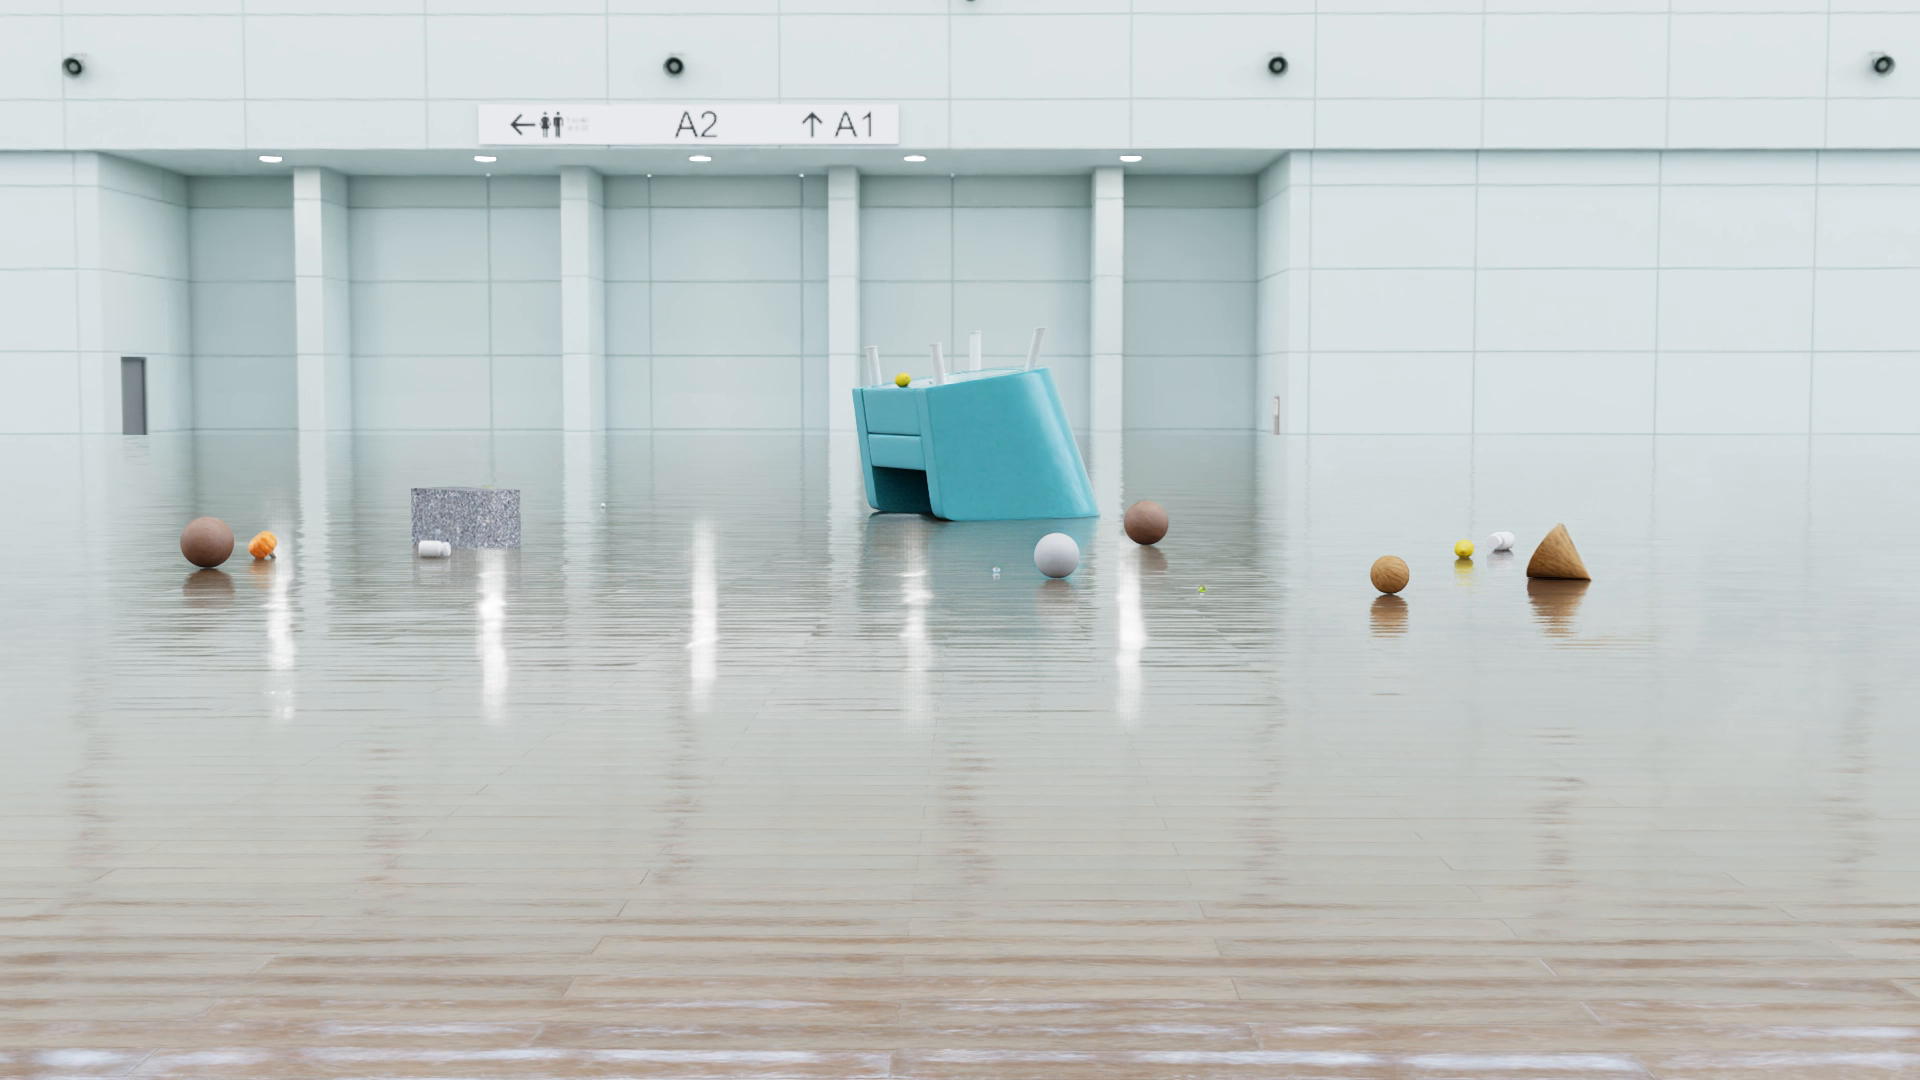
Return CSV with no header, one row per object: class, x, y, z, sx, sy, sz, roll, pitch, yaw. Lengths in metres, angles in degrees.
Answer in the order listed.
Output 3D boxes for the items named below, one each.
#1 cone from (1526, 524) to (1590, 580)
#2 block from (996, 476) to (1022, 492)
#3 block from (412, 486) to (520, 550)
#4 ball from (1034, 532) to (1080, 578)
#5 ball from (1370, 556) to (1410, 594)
cone,1.438,0.059,5.197,0.130,0.149,0.163,37,-16,26
block,0.215,-0.245,9.619,0.111,0.067,0.110,0,4,-1
block,-1.418,-0.065,6.307,0.318,0.163,0.147,3,5,42
ball,0.229,0.037,5.209,0.109,0.109,0.109,0,4,0
ball,0.942,0.076,4.819,0.085,0.085,0.085,0,4,0
